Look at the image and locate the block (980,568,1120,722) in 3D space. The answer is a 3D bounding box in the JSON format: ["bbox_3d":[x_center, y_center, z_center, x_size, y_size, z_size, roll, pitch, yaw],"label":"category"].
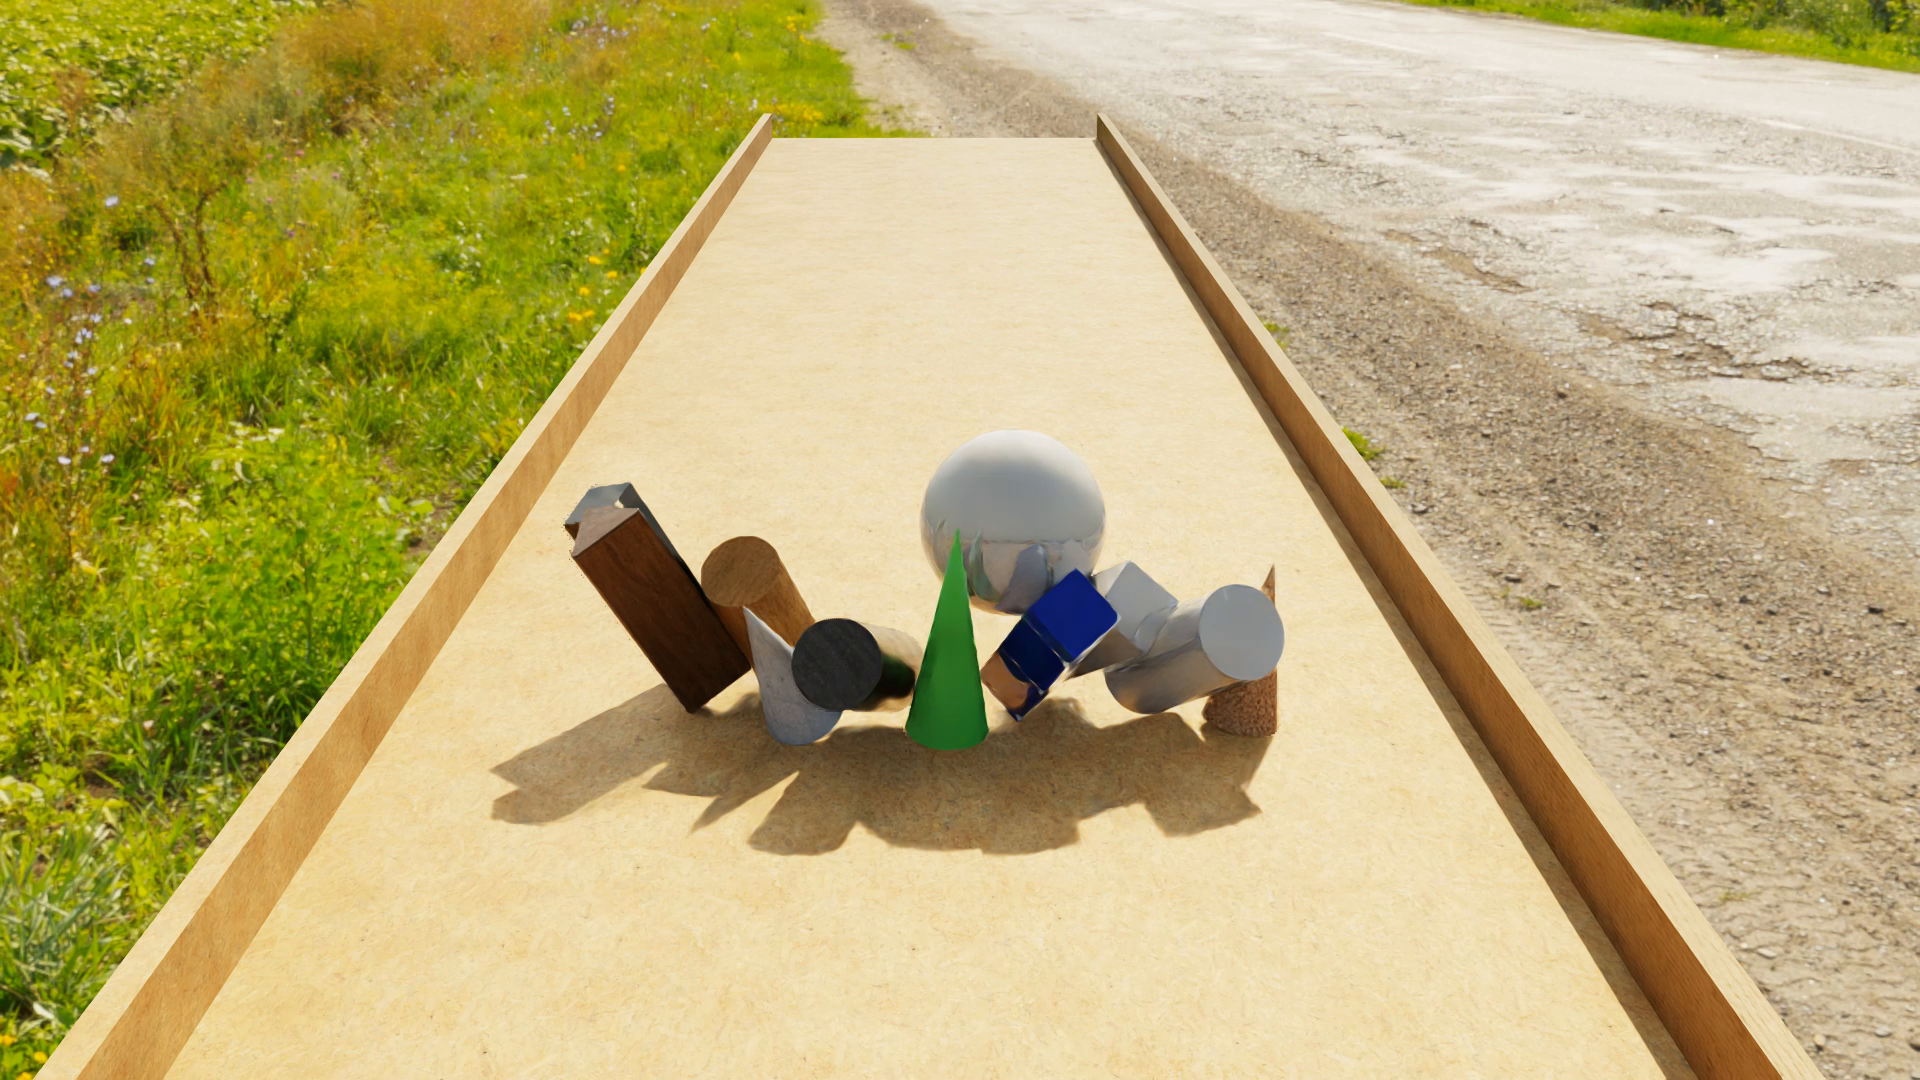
[{"bbox_3d":[0.153,0.193,3.936,0.116,0.116,0.400,-39,-7,-23],"label":"block"}]

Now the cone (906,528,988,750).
[{"bbox_3d":[-0.014,0.159,3.920,0.152,0.418,0.152,2,28,-1],"label":"cone"}]

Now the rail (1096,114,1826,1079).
[{"bbox_3d":[0.932,-0.844,7.801,0.050,0.150,12.000,0,17,-1],"label":"rail"}]

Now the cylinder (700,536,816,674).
[{"bbox_3d":[-0.361,0.145,4.119,0.150,0.342,0.150,-7,57,11],"label":"cylinder"}]

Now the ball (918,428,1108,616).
[{"bbox_3d":[0.098,-0.032,4.035,0.346,0.346,0.346,0,17,0],"label":"ball"}]

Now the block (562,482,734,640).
[{"bbox_3d":[-0.592,0.081,4.217,0.105,0.405,0.105,-7,38,34],"label":"block"}]

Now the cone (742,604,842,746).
[{"bbox_3d":[-0.329,0.212,3.903,0.150,0.321,0.150,-11,47,12],"label":"cone"}]

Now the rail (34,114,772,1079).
[{"bbox_3d":[-1.118,-0.838,7.780,0.050,0.150,12.000,0,17,-1],"label":"rail"}]

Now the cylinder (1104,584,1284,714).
[{"bbox_3d":[0.418,0.202,3.978,0.172,0.172,0.364,-8,-10,-26],"label":"cylinder"}]

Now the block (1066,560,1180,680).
[{"bbox_3d":[0.242,0.156,4.067,0.121,0.121,0.388,-54,11,-23],"label":"block"}]

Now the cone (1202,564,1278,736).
[{"bbox_3d":[0.543,0.185,4.017,0.143,0.316,0.143,9,18,-3],"label":"cone"}]

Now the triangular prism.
[{"bbox_3d":[-0.566,0.112,4.080,0.144,0.412,0.125,-37,33,-8],"label":"triangular prism"}]

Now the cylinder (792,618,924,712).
[{"bbox_3d":[-0.173,0.226,3.911,0.157,0.157,0.373,4,-4,12],"label":"cylinder"}]
